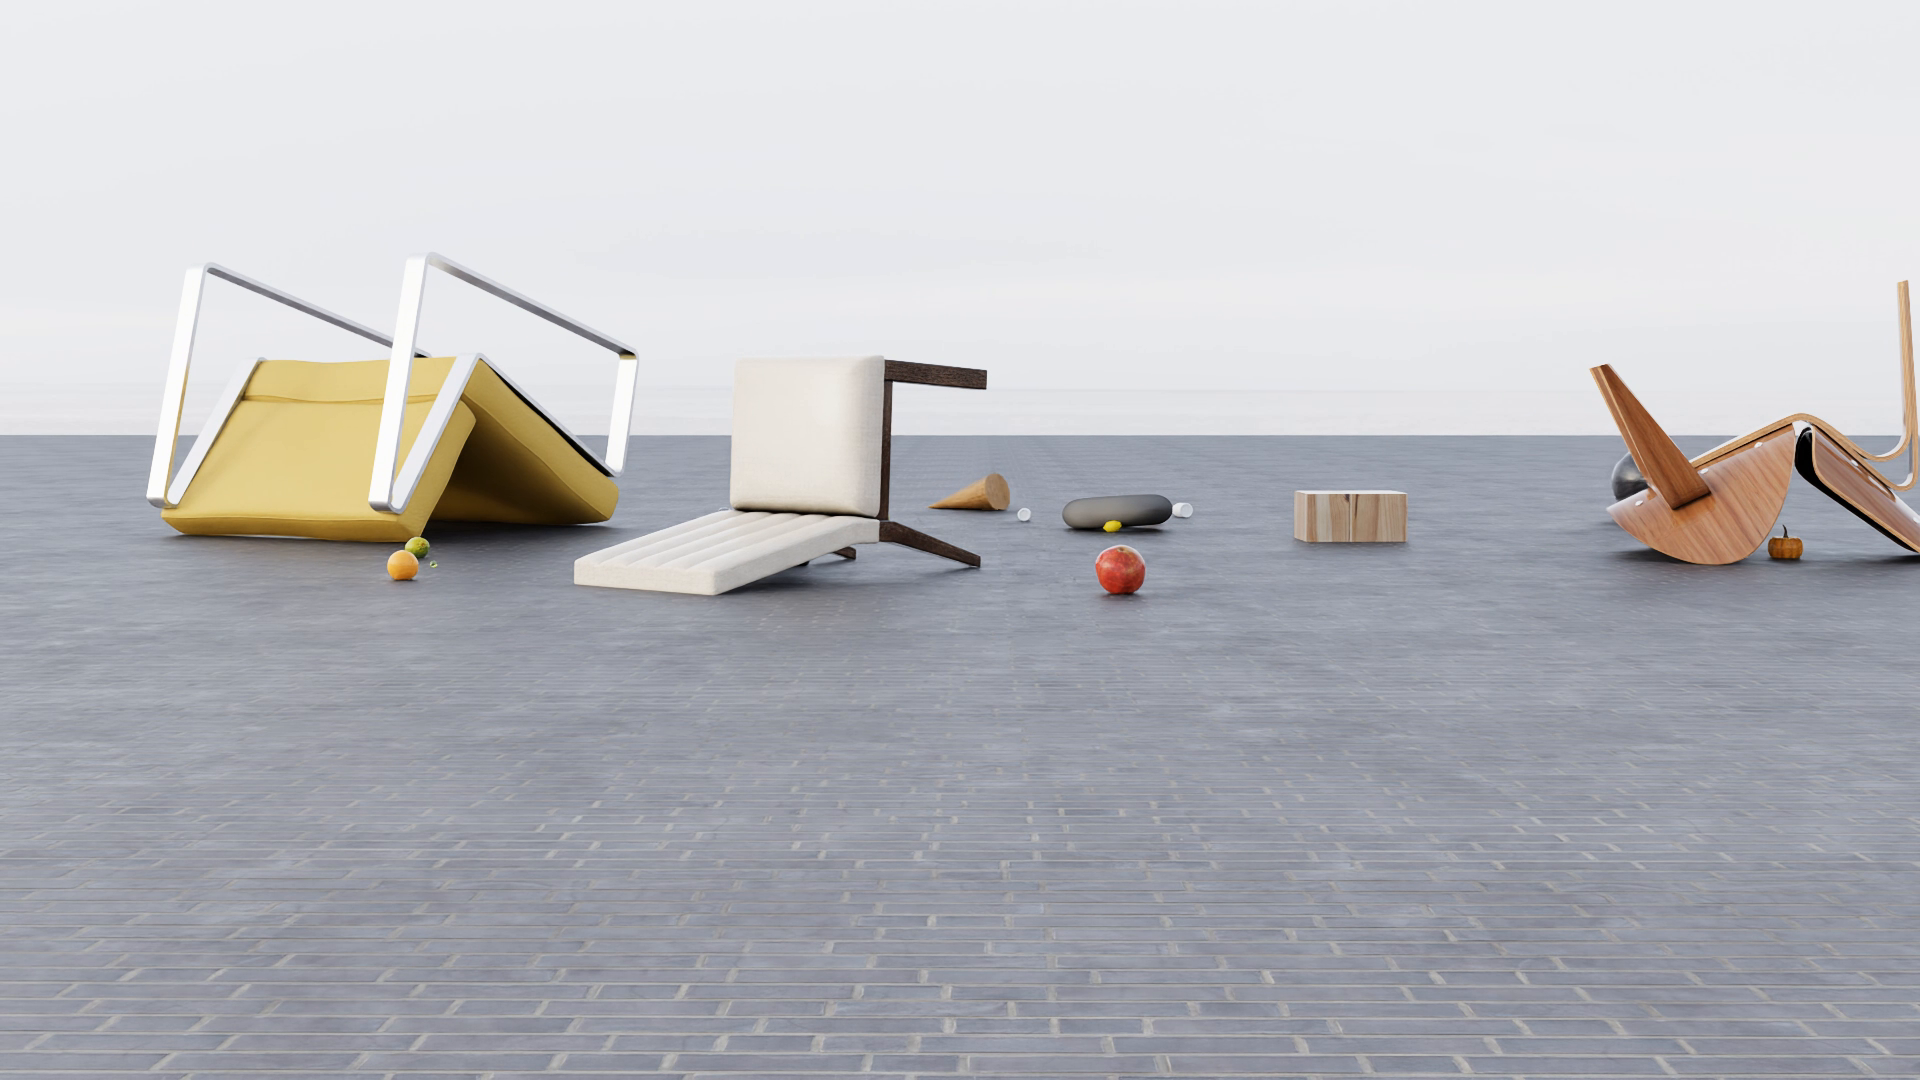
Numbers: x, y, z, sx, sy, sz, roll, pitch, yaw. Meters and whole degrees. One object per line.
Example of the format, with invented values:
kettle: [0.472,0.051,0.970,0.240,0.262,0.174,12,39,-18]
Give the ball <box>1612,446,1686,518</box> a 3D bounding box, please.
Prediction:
ball: [2.409,-0.203,7.694,0.248,0.248,0.248,0,4,0]

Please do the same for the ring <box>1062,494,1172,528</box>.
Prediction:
ring: [0.504,-0.091,7.052,0.343,0.097,0.381,-3,-1,-29]

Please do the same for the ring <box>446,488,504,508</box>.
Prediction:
ring: [-1.856,-0.161,8.413,0.217,0.066,0.217,-4,4,-32]

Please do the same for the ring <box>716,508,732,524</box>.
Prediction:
ring: [-0.788,-0.081,7.355,0.039,0.055,0.049,13,14,-26]

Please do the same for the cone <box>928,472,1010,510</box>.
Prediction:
cone: [0.004,-0.150,8.228,0.308,0.142,0.214,-13,-1,26]

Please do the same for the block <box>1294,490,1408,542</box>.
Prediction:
block: [1.165,-0.072,6.568,0.298,0.141,0.195,0,4,-3]
